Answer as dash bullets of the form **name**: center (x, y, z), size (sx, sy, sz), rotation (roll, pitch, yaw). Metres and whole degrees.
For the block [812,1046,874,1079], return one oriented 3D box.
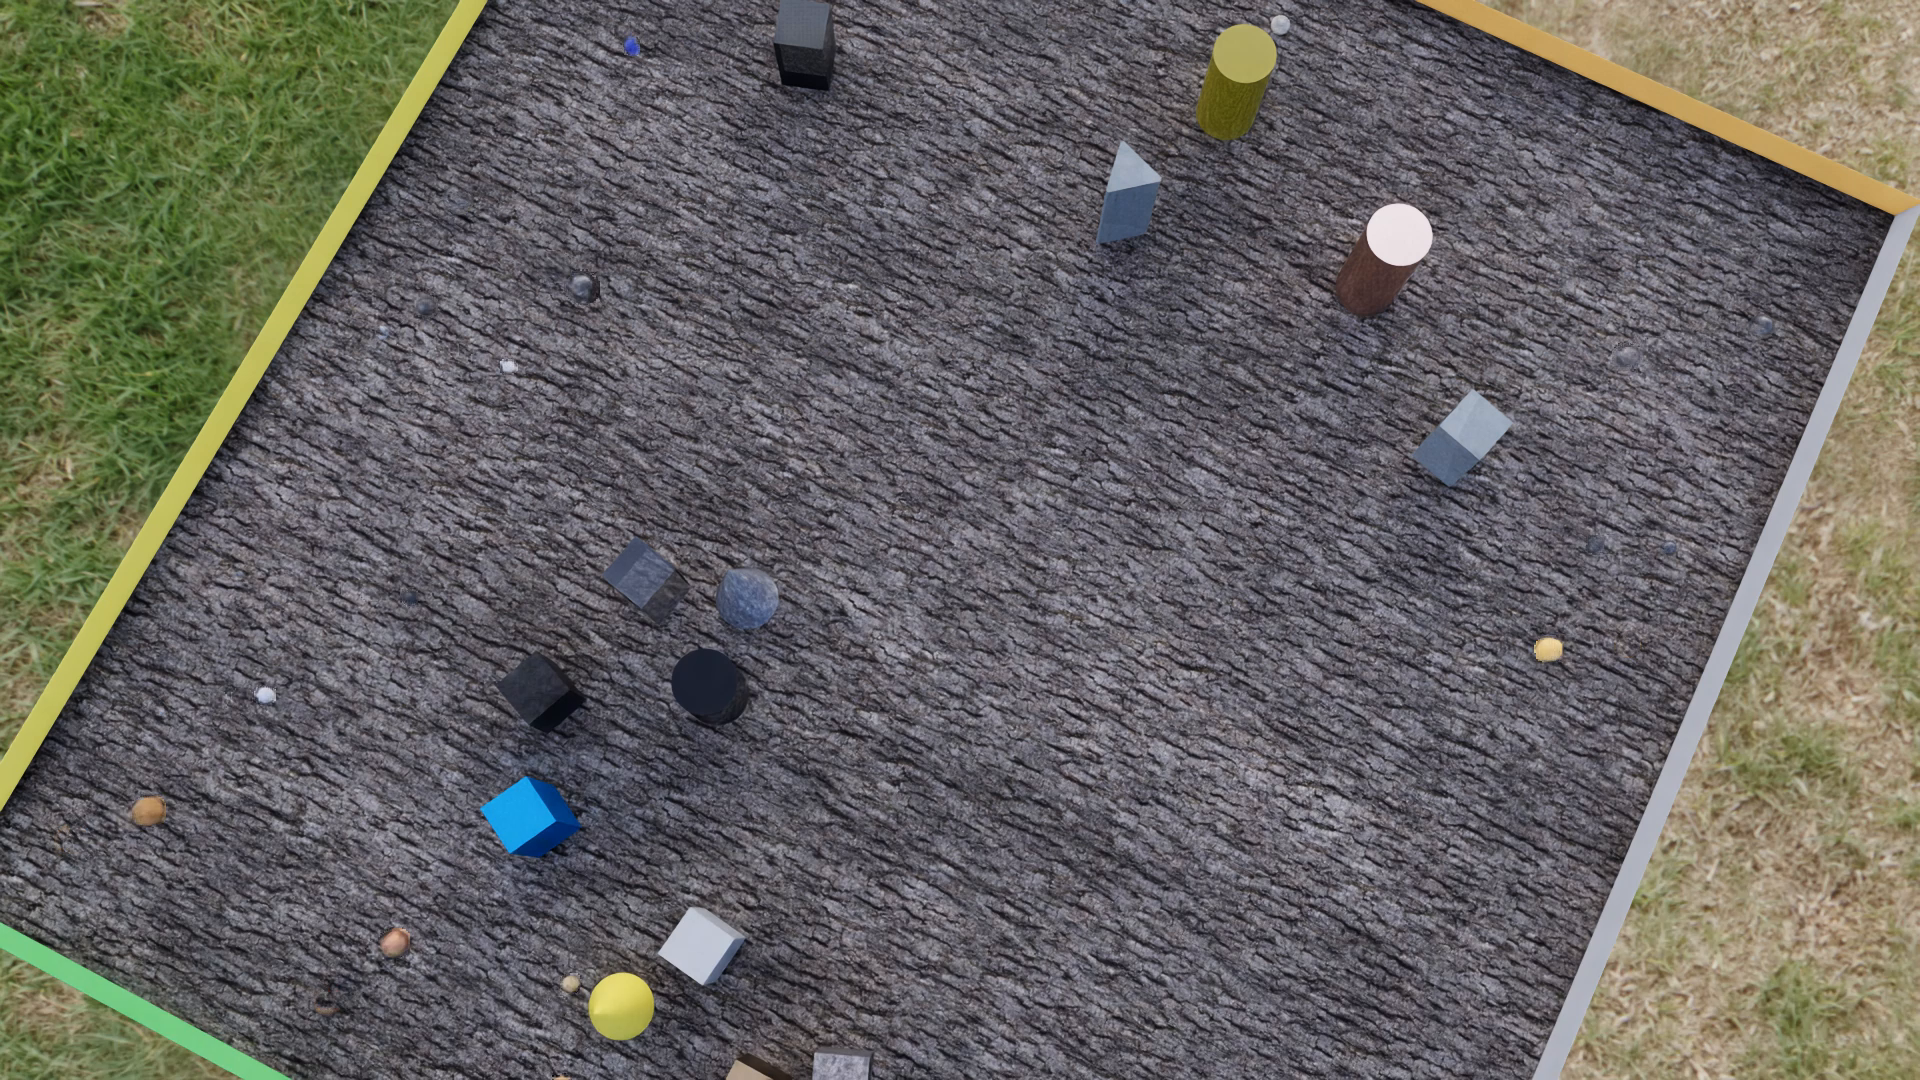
- **block**: center (-0.332, 1.523, 5.171), size (0.153, 0.256, 0.153), rotation (5, 78, 1)

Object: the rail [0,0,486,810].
- **rail**: center (-1.954, -0.950, 5.749), size (0.045, 0.124, 4.602), rotation (26, 80, 5)

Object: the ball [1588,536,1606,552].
- **ball**: center (1.941, 0.014, 5.588), size (0.050, 0.050, 0.050), rotation (0, 78, 0)

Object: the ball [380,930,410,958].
- **ball**: center (-1.645, 1.175, 5.332), size (0.081, 0.081, 0.081), rotation (0, 78, 0)

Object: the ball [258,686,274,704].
- **ball**: center (-2.081, 0.465, 5.495), size (0.049, 0.049, 0.049), rotation (0, 78, 0)

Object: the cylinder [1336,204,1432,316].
- **cylinder**: center (1.280, -0.843, 5.557), size (0.191, 0.457, 0.191), rotation (0, 78, 0)

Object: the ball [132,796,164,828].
- **ball**: center (-2.394, 0.802, 5.405), size (0.089, 0.089, 0.089), rotation (0, 78, 0)

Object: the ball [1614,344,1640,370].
- **ball**: center (2.071, -0.568, 5.694), size (0.078, 0.078, 0.078), rotation (0, 78, 0)

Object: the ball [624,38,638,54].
- **ball**: center (-1.062, -1.595, 5.921), size (0.049, 0.049, 0.049), rotation (0, 78, 0)

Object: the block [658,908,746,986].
- **block**: center (-0.733, 1.157, 5.230), size (0.153, 0.287, 0.153), rotation (34, 80, 7)

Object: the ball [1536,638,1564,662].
- **ball**: center (1.774, 0.330, 5.510), size (0.075, 0.075, 0.075), rotation (0, 78, 0)

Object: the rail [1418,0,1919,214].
- **rail**: center (1.018, -1.988, 5.963), size (4.417, 0.124, 0.045), rotation (26, 80, 5)

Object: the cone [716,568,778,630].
- **cone**: center (-0.648, 0.130, 5.353), size (0.191, 0.464, 0.191), rotation (0, 78, 0)

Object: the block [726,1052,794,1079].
- **block**: center (-0.582, 1.556, 5.150), size (0.153, 0.283, 0.153), rotation (27, 80, 5)

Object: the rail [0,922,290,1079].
- **rail**: center (-1.018, 2.001, 5.138), size (4.417, 0.124, 0.045), rotation (26, 80, 5)

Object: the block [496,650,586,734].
- **block**: center (-1.230, 0.450, 5.394), size (0.153, 0.253, 0.153), rotation (-41, 81, -8)

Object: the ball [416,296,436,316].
- **ball**: center (-1.671, -0.731, 5.735), size (0.064, 0.064, 0.064), rotation (0, 78, 0)

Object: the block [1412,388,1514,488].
- **block**: center (1.504, -0.302, 5.505), size (0.153, 0.341, 0.153), rotation (42, 81, 8)

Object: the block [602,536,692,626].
- **block**: center (-0.924, 0.124, 5.427), size (0.153, 0.321, 0.153), rotation (38, 81, 7)

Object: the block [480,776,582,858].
- **block**: center (-1.228, 0.800, 5.267), size (0.153, 0.360, 0.153), rotation (-35, 80, -7)

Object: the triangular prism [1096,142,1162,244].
- **triangular prism**: center (0.497, -1.070, 5.622), size (0.166, 0.423, 0.143), rotation (-13, 79, -3)

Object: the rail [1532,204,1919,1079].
- **rail**: center (1.954, 0.963, 5.353), size (0.045, 0.124, 4.602), rotation (26, 80, 5)

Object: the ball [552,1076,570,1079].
- **ball**: center (-1.143, 1.579, 5.247), size (0.085, 0.085, 0.085), rotation (0, 78, 0)

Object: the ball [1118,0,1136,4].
- **ball**: center (0.542, -1.783, 5.940), size (0.090, 0.090, 0.090), rotation (0, 78, 0)

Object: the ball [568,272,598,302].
- **ball**: center (-1.180, -0.790, 5.731), size (0.096, 0.096, 0.096), rotation (0, 78, 0)

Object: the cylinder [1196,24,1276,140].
- **cylinder**: center (0.855, -1.418, 5.700), size (0.191, 0.410, 0.191), rotation (0, 78, 0)

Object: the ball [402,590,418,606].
- **ball**: center (-1.668, 0.175, 5.557), size (0.046, 0.046, 0.046), rotation (0, 78, 0)

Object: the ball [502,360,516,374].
- **ball**: center (-1.405, -0.539, 5.707), size (0.041, 0.041, 0.041), rotation (0, 78, 0)

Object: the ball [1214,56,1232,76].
- **ball**: center (0.846, -1.525, 5.900), size (0.062, 0.062, 0.062), rotation (0, 78, 0)

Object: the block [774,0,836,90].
- **block**: center (-0.488, -1.563, 5.792), size (0.153, 0.290, 0.153), rotation (8, 78, 2)

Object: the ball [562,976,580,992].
- **ball**: center (-1.130, 1.290, 5.324), size (0.050, 0.050, 0.050), rotation (0, 78, 0)

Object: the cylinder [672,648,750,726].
- **cylinder**: center (-0.730, 0.434, 5.379), size (0.191, 0.290, 0.191), rotation (0, 78, 0)

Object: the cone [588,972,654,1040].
- **cone**: center (-0.986, 1.316, 5.133), size (0.191, 0.413, 0.191), rotation (0, 78, 0)
